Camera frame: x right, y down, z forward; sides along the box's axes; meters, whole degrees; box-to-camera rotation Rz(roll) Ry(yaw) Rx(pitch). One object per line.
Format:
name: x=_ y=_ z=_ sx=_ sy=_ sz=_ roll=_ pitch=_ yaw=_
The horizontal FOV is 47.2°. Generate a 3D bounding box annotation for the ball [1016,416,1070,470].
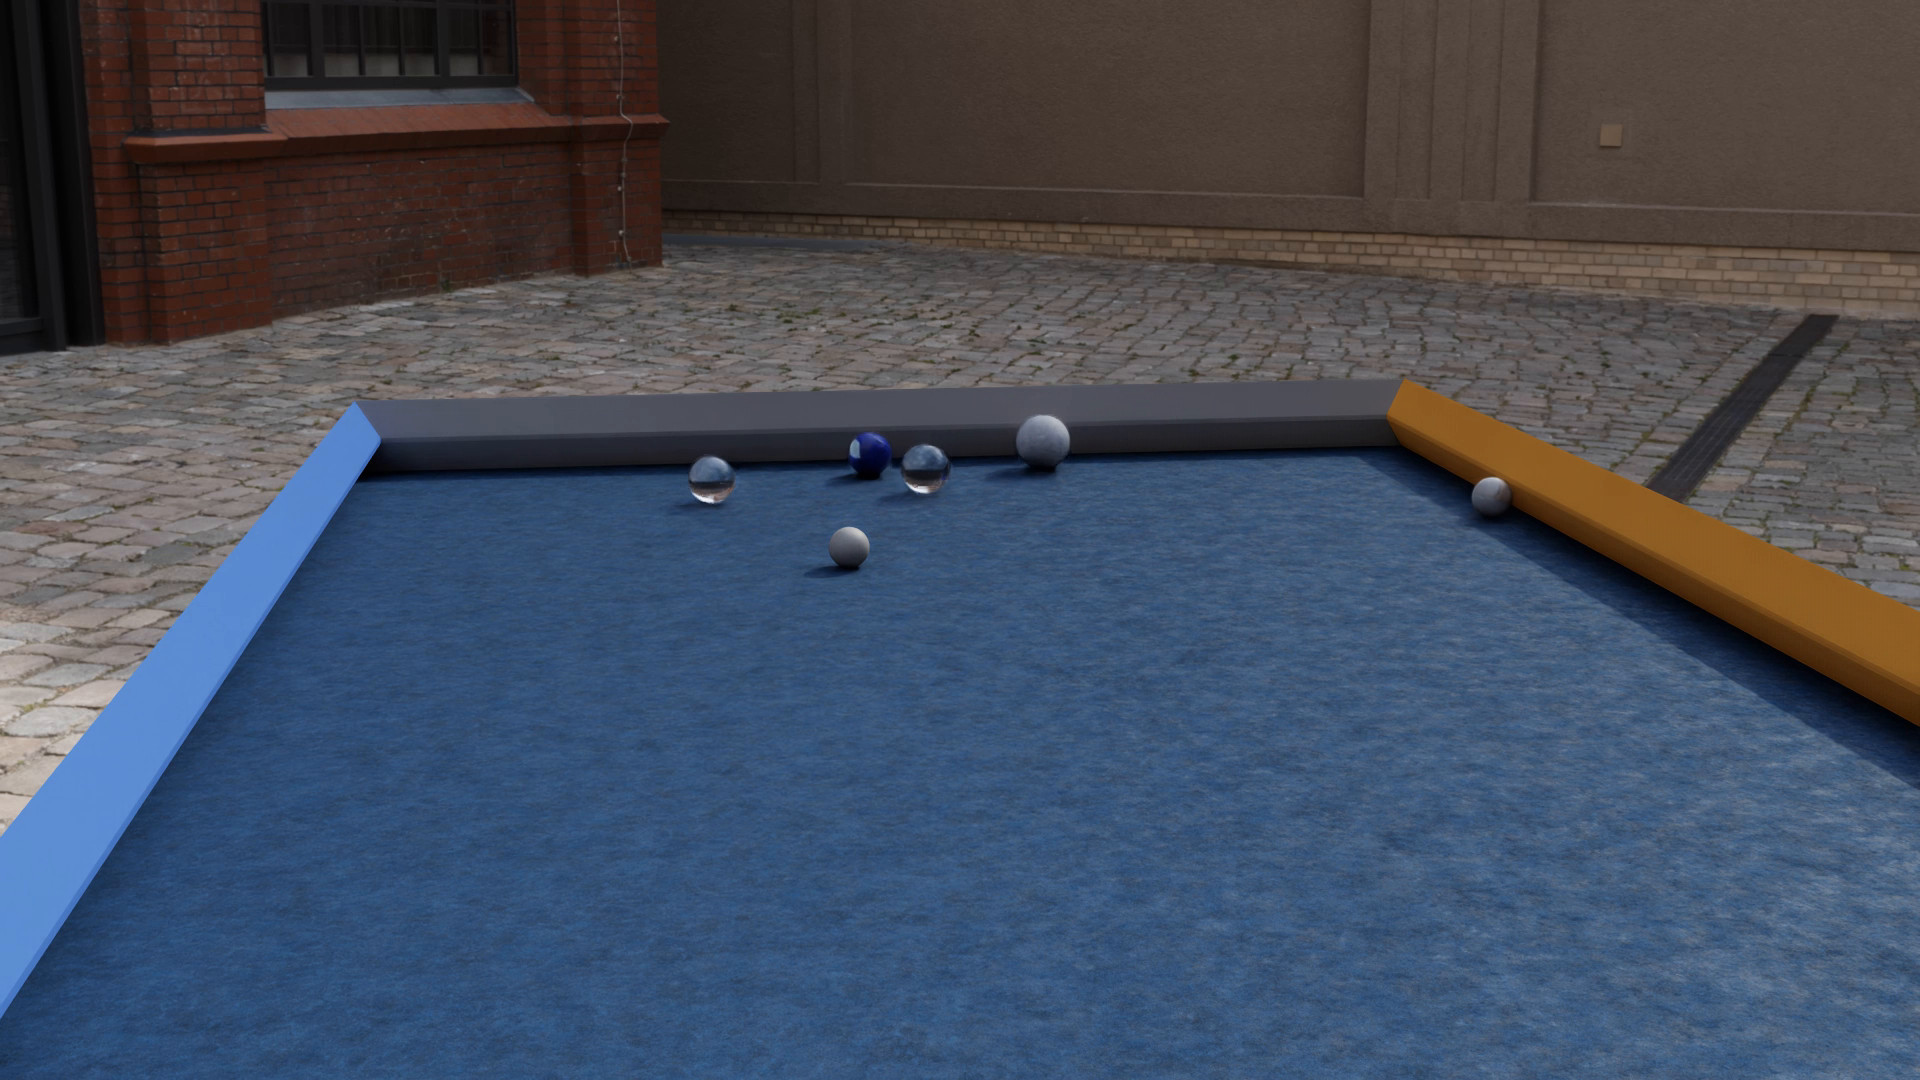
ball: x=0.135 y=-0.158 z=3.566 sx=0.088 sy=0.088 sz=0.088 roll=0 pitch=13 yaw=0

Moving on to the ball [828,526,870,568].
ball: x=-0.146 y=0.010 z=2.906 sx=0.054 sy=0.054 sz=0.054 roll=0 pitch=13 yaw=0

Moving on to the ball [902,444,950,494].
ball: x=-0.053 y=-0.110 z=3.379 sx=0.076 sy=0.076 sz=0.076 roll=0 pitch=13 yaw=0

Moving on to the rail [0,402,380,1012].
rail: x=-0.738 y=0.176 z=2.039 sx=0.045 sy=0.114 sz=3.116 roll=-2 pitch=13 yaw=-8

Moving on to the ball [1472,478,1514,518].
ball: x=0.777 y=-0.062 z=3.210 sx=0.059 sy=0.059 sz=0.059 roll=0 pitch=13 yaw=0

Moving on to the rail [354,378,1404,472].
rail: x=-0.103 y=-0.189 z=3.634 sx=1.752 sy=0.114 sz=0.045 roll=-2 pitch=13 yaw=-8

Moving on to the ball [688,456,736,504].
ball: x=-0.373 y=-0.091 z=3.307 sx=0.071 sy=0.071 sz=0.071 roll=0 pitch=13 yaw=0

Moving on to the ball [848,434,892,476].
ball: x=-0.144 y=-0.136 z=3.510 sx=0.069 sy=0.069 sz=0.069 roll=0 pitch=13 yaw=0

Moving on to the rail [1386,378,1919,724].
rail: x=0.950 y=0.125 z=2.265 sx=0.045 sy=0.114 sz=3.116 roll=-2 pitch=13 yaw=-8
